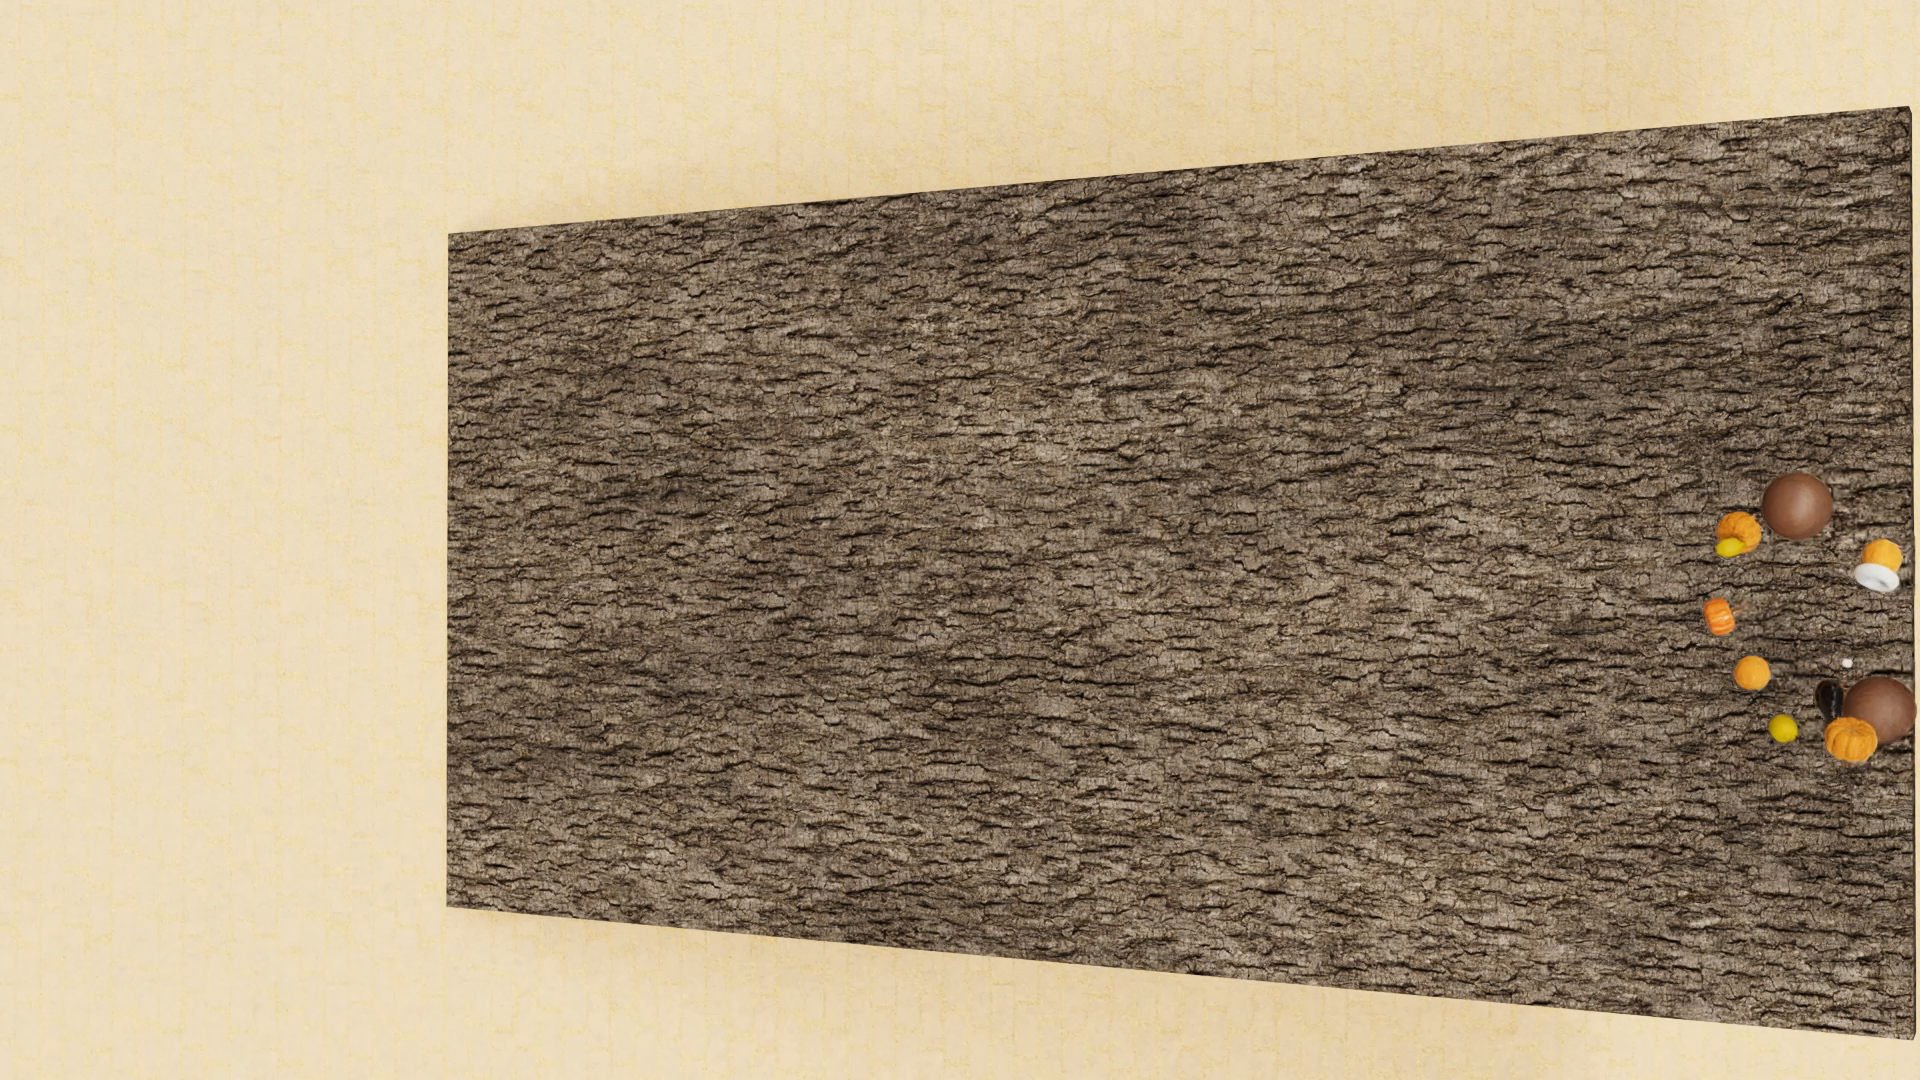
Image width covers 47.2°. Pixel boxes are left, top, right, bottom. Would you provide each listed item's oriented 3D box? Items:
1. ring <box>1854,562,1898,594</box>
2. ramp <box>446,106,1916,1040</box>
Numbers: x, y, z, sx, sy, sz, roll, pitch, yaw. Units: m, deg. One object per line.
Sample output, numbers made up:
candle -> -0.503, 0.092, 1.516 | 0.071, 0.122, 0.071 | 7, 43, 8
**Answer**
ring -> 1.711, 0.070, 4.105 | 0.081, 0.081, 0.027 | 32, 68, 0
ramp -> 0.278, 0.079, 5.661 | 4.000, 0.100, 2.000 | 0, 89, 27
